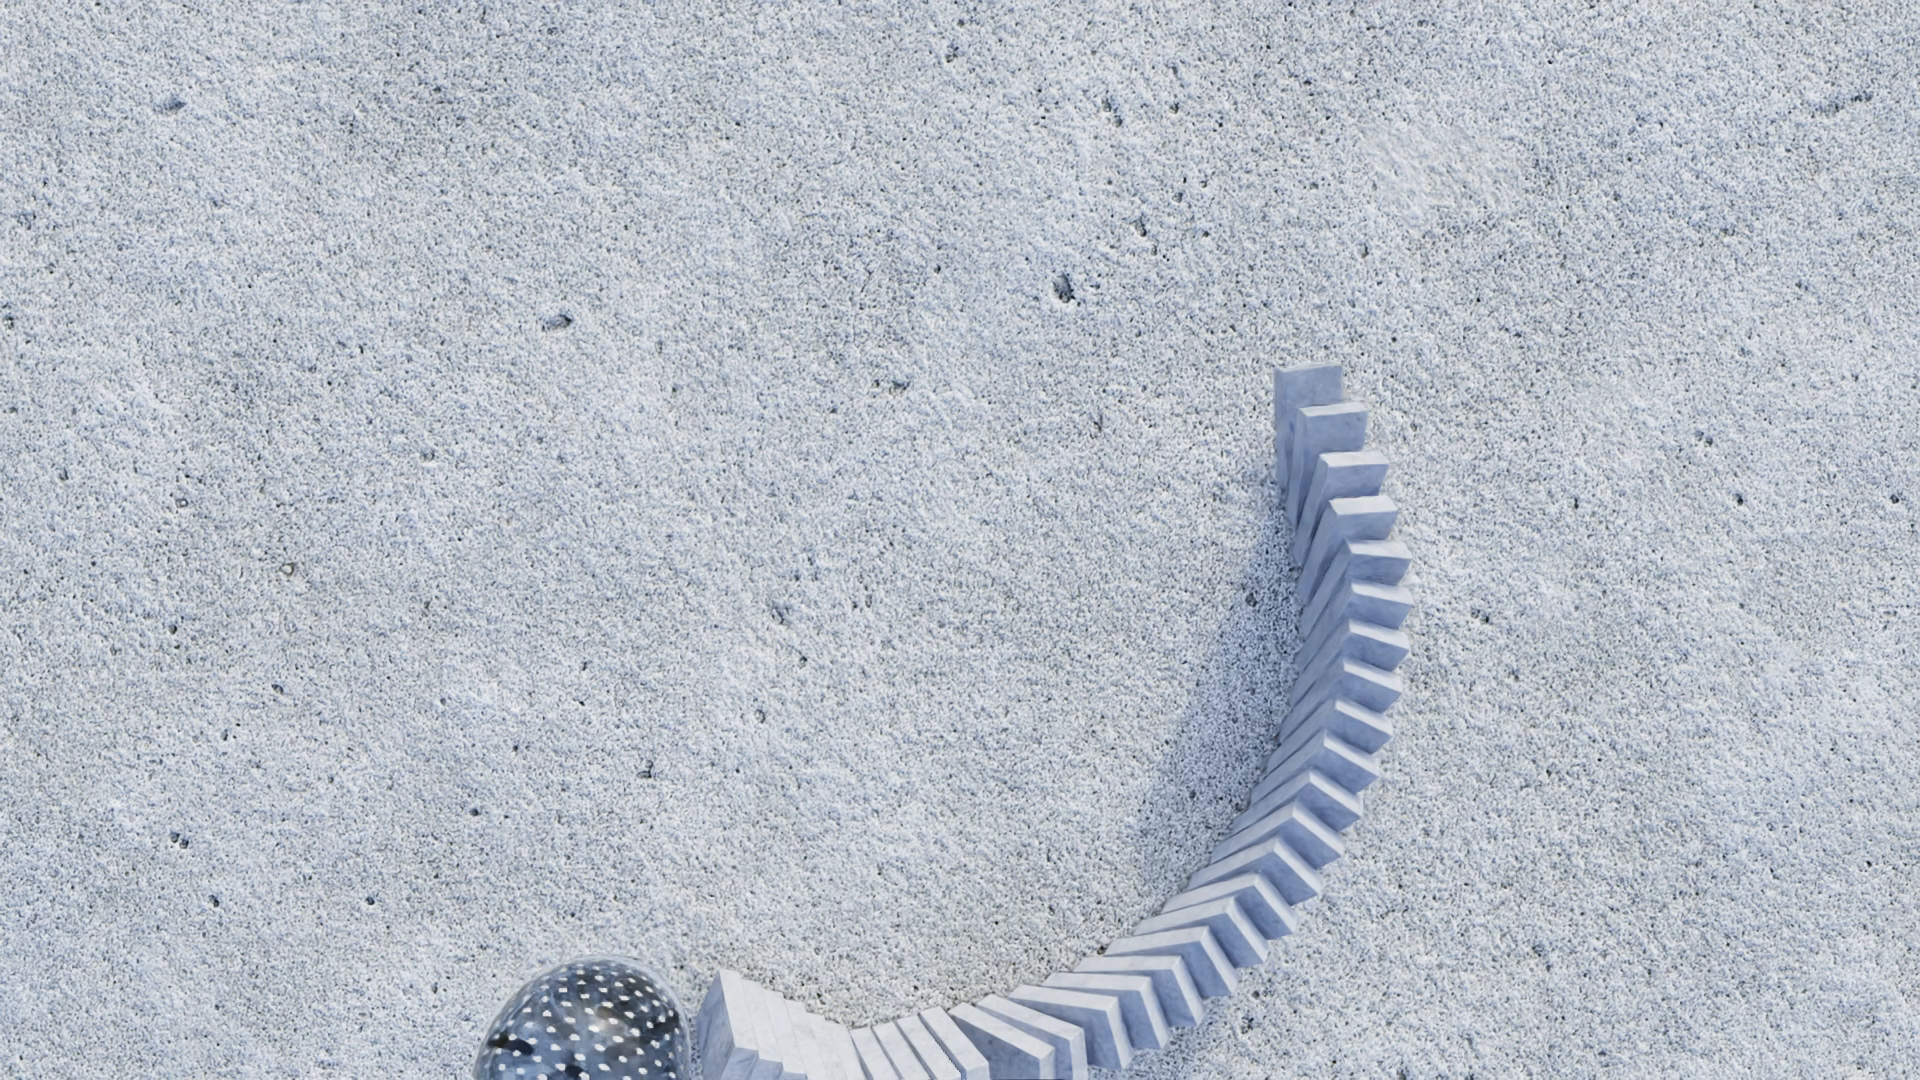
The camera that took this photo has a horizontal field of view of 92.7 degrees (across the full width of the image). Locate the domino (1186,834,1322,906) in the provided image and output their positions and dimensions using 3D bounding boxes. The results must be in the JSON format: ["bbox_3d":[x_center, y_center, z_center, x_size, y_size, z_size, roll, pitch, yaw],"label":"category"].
[{"bbox_3d":[0.121,0.143,0.381,0.025,0.010,0.050,44,129,0],"label":"domino"}]

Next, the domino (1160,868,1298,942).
[{"bbox_3d":[0.111,0.156,0.381,0.025,0.009,0.050,51,129,0],"label":"domino"}]

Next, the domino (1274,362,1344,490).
[{"bbox_3d":[0.148,-0.048,0.389,0.025,0.010,0.050,-7,105,0],"label":"domino"}]

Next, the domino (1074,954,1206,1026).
[{"bbox_3d":[0.074,0.187,0.381,0.050,0.009,0.025,-24,90,39],"label":"domino"}]

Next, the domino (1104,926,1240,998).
[{"bbox_3d":[0.087,0.177,0.380,0.050,0.009,0.025,-31,90,39],"label":"domino"}]

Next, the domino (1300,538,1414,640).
[{"bbox_3d":[0.163,0.022,0.379,0.025,0.010,0.050,5,131,-4],"label":"domino"}]

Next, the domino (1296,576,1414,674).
[{"bbox_3d":[0.162,0.039,0.380,0.025,0.010,0.050,12,130,-3],"label":"domino"}]

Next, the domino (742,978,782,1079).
[{"bbox_3d":[-0.087,0.207,0.375,0.010,0.050,0.025,25,90,-24],"label":"domino"}]

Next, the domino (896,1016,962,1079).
[{"bbox_3d":[-0.013,0.220,0.375,0.009,0.050,0.025,-1,90,-24],"label":"domino"}]

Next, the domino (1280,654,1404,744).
[{"bbox_3d":[0.157,0.071,0.380,0.025,0.009,0.050,21,130,-1],"label":"domino"}]

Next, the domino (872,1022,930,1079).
[{"bbox_3d":[-0.024,0.223,0.375,0.010,0.050,0.025,0,90,-23],"label":"domino"}]

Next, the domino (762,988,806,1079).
[{"bbox_3d":[-0.078,0.211,0.375,0.009,0.050,0.025,25,90,-24],"label":"domino"}]

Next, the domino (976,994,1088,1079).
[{"bbox_3d":[0.029,0.209,0.379,0.050,0.009,0.025,-5,91,43],"label":"domino"}]

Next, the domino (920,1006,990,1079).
[{"bbox_3d":[-0.002,0.215,0.375,0.009,0.050,0.025,-4,90,-24],"label":"domino"}]

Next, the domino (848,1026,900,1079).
[{"bbox_3d":[-0.035,0.225,0.375,0.010,0.050,0.025,3,90,-23],"label":"domino"}]

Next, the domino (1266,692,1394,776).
[{"bbox_3d":[0.152,0.087,0.380,0.025,0.010,0.050,26,130,0],"label":"domino"}]

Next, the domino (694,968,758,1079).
[{"bbox_3d":[-0.096,0.202,0.375,0.010,0.050,0.025,25,90,-24],"label":"domino"}]

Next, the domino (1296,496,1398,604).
[{"bbox_3d":[0.159,0.005,0.378,0.025,0.010,0.050,-4,132,-5],"label":"domino"}]

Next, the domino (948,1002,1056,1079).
[{"bbox_3d":[0.017,0.214,0.379,0.050,0.010,0.025,1,95,43],"label":"domino"}]

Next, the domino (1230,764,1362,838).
[{"bbox_3d":[0.139,0.116,0.381,0.025,0.010,0.050,34,129,0],"label":"domino"}]

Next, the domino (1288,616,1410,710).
[{"bbox_3d":[0.160,0.055,0.380,0.025,0.010,0.050,17,130,-2],"label":"domino"}]

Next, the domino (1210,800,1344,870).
[{"bbox_3d":[0.131,0.130,0.381,0.025,0.009,0.050,39,129,0],"label":"domino"}]

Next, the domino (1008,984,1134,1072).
[{"bbox_3d":[0.045,0.202,0.381,0.050,0.010,0.025,-16,90,39],"label":"domino"}]

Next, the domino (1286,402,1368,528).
[{"bbox_3d":[0.152,-0.031,0.381,0.025,0.010,0.050,-5,118,-1],"label":"domino"}]

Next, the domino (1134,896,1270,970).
[{"bbox_3d":[0.099,0.166,0.381,0.050,0.010,0.025,-36,90,39],"label":"domino"}]

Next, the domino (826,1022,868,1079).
[{"bbox_3d":[-0.050,0.226,0.375,0.009,0.050,0.025,25,90,-24],"label":"domino"}]

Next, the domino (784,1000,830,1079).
[{"bbox_3d":[-0.068,0.216,0.375,0.009,0.050,0.025,25,90,-24],"label":"domino"}]

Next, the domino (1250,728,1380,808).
[{"bbox_3d":[0.146,0.101,0.381,0.025,0.010,0.050,30,129,0],"label":"domino"}]

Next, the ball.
[{"bbox_3d":[-0.147,0.206,0.360,0.080,0.080,0.080,0,90,0],"label":"ball"}]

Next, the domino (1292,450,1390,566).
[{"bbox_3d":[0.156,-0.012,0.378,0.025,0.009,0.050,-4,127,-5],"label":"domino"}]

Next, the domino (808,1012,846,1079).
[{"bbox_3d":[-0.059,0.221,0.375,0.010,0.050,0.025,25,90,-24],"label":"domino"}]

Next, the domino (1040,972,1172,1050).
[{"bbox_3d":[0.060,0.195,0.381,0.050,0.009,0.025,-20,90,39],"label":"domino"}]
